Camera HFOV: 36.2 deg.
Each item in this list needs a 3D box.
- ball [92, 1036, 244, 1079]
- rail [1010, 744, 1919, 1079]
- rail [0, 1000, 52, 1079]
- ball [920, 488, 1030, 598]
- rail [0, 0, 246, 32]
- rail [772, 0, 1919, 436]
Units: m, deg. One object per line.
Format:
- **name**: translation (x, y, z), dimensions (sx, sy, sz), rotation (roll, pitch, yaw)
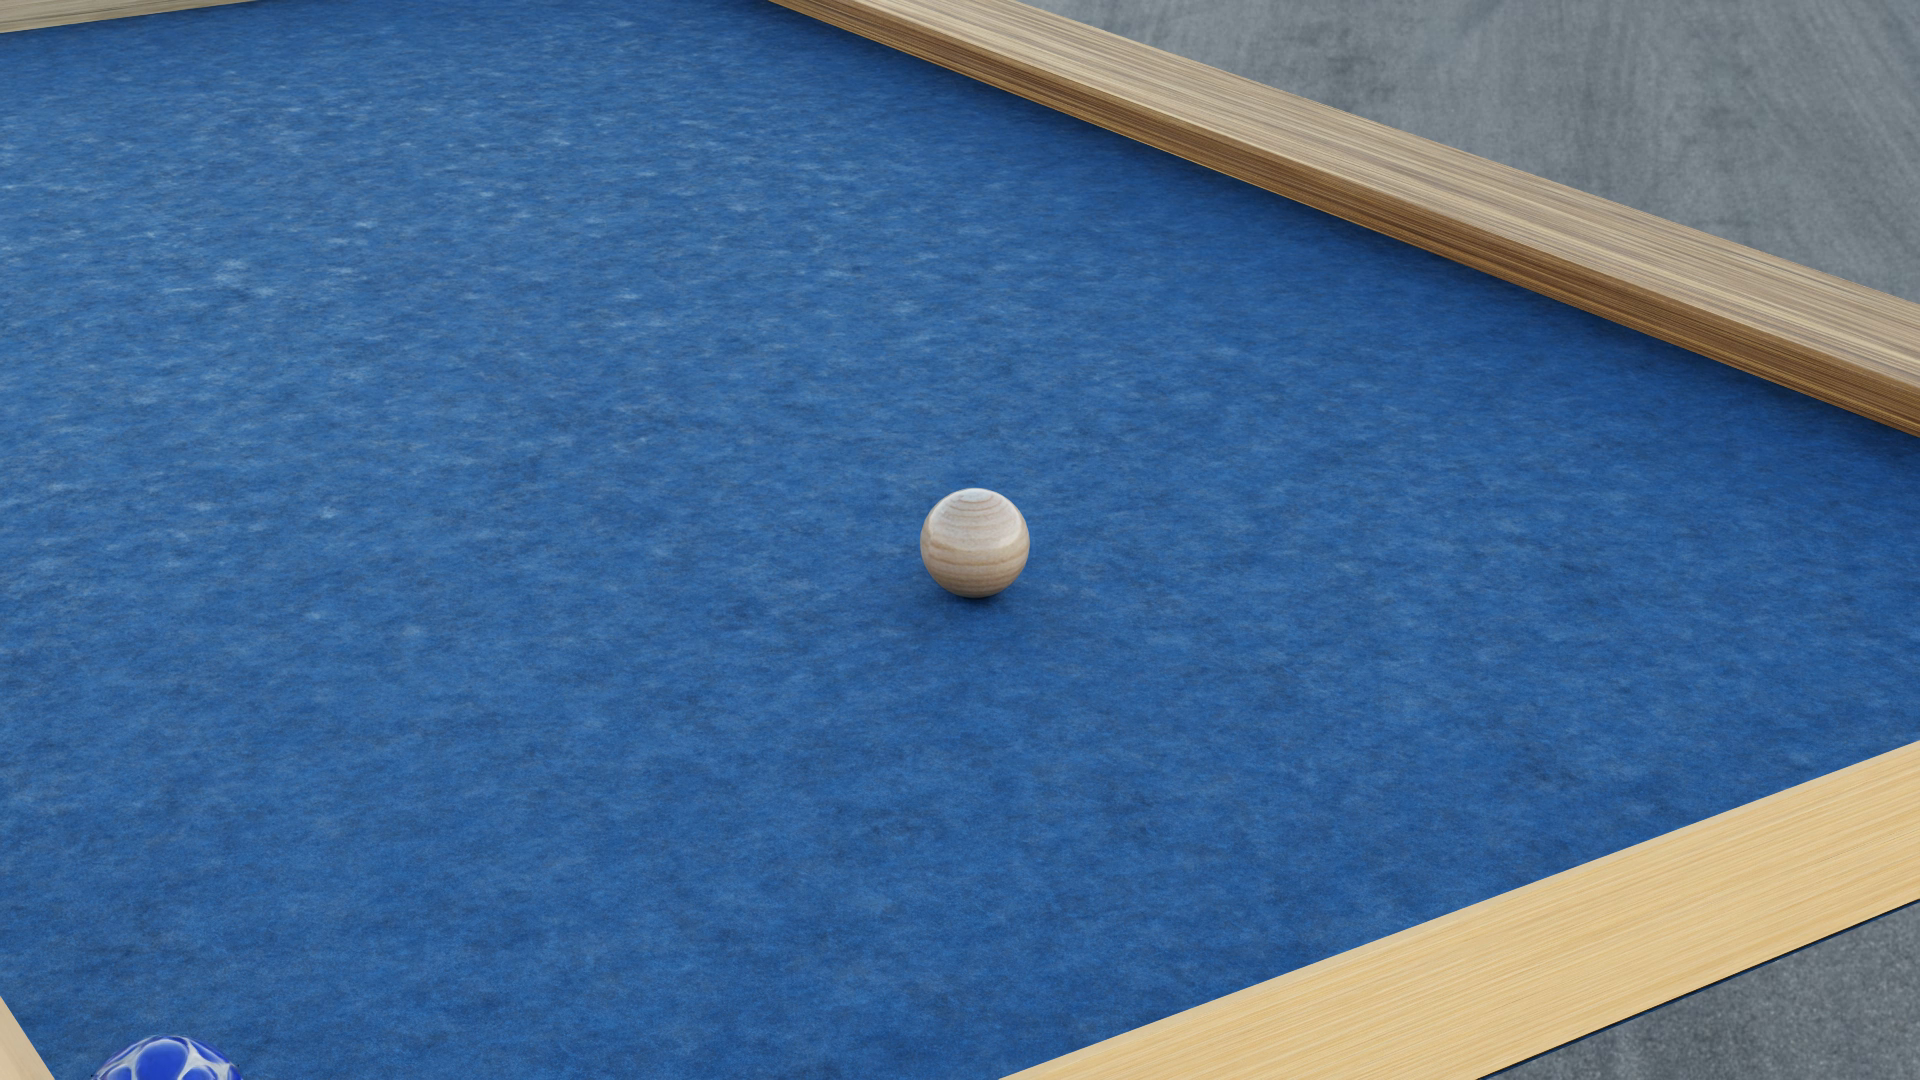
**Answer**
- **ball**: translation (-0.422, 0.309, 1.564), dimensions (0.090, 0.090, 0.090), rotation (0, 23, 0)
- **rail**: translation (0.399, 0.217, 1.742), dimensions (1.775, 0.117, 0.045), rotation (-14, 27, -30)
- **rail**: translation (-1.136, -0.088, 2.456), dimensions (0.045, 0.117, 3.022), rotation (-14, 27, -30)
- **ball**: translation (0.012, 0.002, 2.288), dimensions (0.086, 0.086, 0.086), rotation (0, 23, 0)
- **rail**: translation (-1.223, -0.762, 4.035), dimensions (1.775, 0.117, 0.045), rotation (-14, 27, -30)
- **rail**: translation (0.312, -0.457, 3.322), dimensions (0.045, 0.117, 3.022), rotation (-14, 27, -30)
